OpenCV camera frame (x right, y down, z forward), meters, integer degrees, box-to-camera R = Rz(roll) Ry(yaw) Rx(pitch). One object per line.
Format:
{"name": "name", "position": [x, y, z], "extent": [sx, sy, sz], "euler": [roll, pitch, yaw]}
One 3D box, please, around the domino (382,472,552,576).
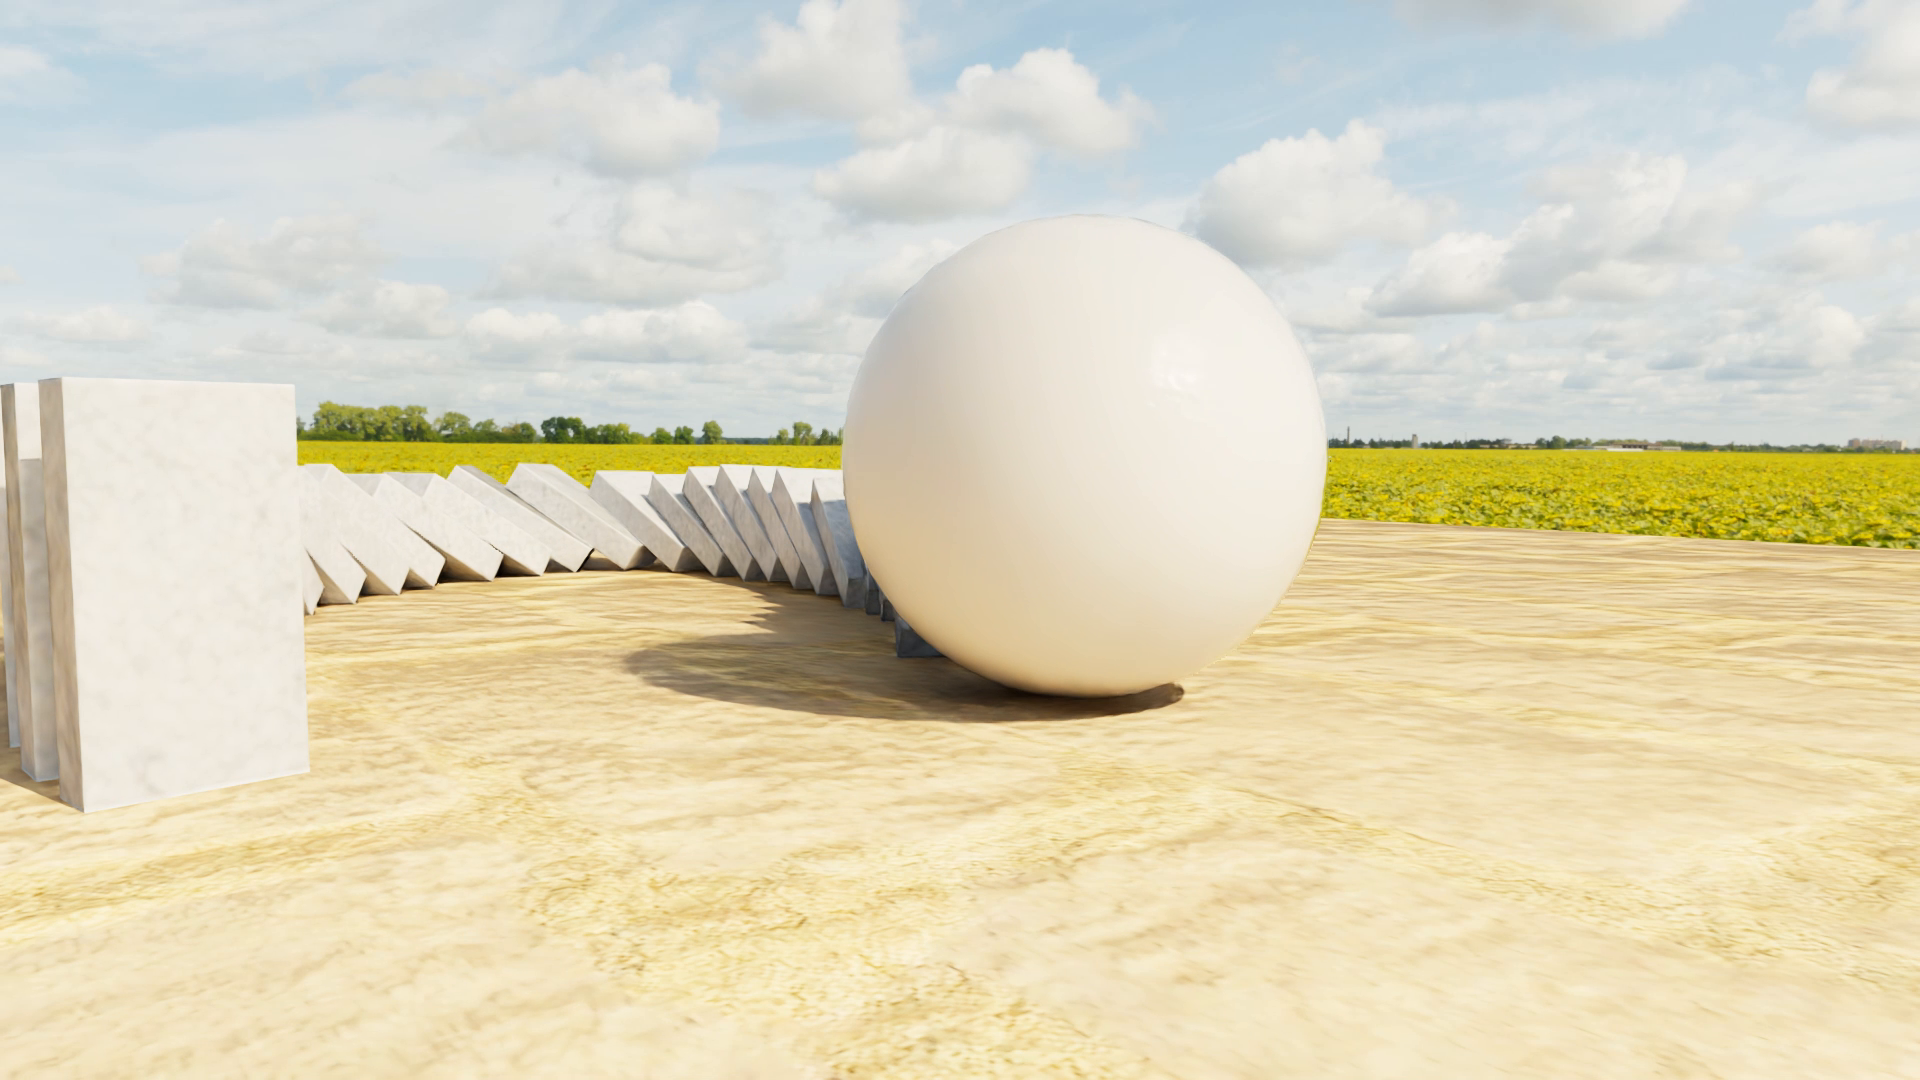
{"name": "domino", "position": [-0.155, -0.004, 0.401], "extent": [0.025, 0.009, 0.050], "euler": [3, -26, 32]}

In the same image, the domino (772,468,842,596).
{"name": "domino", "position": [-0.036, -0.003, 0.373], "extent": [0.025, 0.010, 0.050], "euler": [0, 35, -27]}

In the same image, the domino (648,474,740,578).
{"name": "domino", "position": [-0.082, -0.006, 0.431], "extent": [0.025, 0.009, 0.050], "euler": [-4, 34, -41]}

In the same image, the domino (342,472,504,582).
{"name": "domino", "position": [-0.164, -0.003, 0.383], "extent": [0.025, 0.009, 0.050], "euler": [2, -27, 27]}

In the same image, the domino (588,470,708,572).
{"name": "domino", "position": [-0.103, -0.007, 0.442], "extent": [0.050, 0.010, 0.025], "euler": [37, 22, 29]}

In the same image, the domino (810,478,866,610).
{"name": "domino", "position": [-0.024, 0.000, 0.352], "extent": [0.025, 0.010, 0.050], "euler": [-1, 34, -18]}

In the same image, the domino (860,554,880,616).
{"name": "domino", "position": [-0.013, -0.003, 0.334], "extent": [0.025, 0.010, 0.050], "euler": [-1, 47, -9]}

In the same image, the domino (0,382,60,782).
{"name": "domino", "position": [-0.111, 0.005, 0.172], "extent": [0.009, 0.050, 0.025], "euler": [4, 6, 45]}

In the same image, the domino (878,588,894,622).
{"name": "domino", "position": [-0.009, -0.003, 0.320], "extent": [0.025, 0.050, 0.010], "euler": [-1, -39, -9]}

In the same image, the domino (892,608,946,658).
{"name": "domino", "position": [-0.002, 0.001, 0.268], "extent": [0.025, 0.050, 0.009], "euler": [-1, -39, -9]}

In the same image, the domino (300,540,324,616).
{"name": "domino", "position": [-0.173, -0.002, 0.303], "extent": [0.025, 0.050, 0.010], "euler": [0, 46, -2]}

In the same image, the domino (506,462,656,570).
{"name": "domino", "position": [-0.128, -0.009, 0.441], "extent": [0.050, 0.010, 0.025], "euler": [34, 6, 5]}

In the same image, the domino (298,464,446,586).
{"name": "domino", "position": [-0.172, -0.003, 0.362], "extent": [0.025, 0.009, 0.050], "euler": [0, -31, 19]}

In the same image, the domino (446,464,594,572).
{"name": "domino", "position": [-0.147, -0.007, 0.430], "extent": [0.050, 0.010, 0.025], "euler": [33, -2, -11]}

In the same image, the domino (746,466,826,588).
{"name": "domino", "position": [-0.045, -0.004, 0.389], "extent": [0.025, 0.010, 0.050], "euler": [1, 35, -29]}

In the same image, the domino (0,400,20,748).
{"name": "domino", "position": [-0.126, 0.003, 0.189], "extent": [0.025, 0.050, 0.010], "euler": [-3, 5, -35]}

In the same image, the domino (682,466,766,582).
{"name": "domino", "position": [-0.068, -0.006, 0.417], "extent": [0.025, 0.009, 0.050], "euler": [-3, 37, -38]}

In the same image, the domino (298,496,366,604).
{"name": "domino", "position": [-0.175, -0.001, 0.325], "extent": [0.025, 0.010, 0.050], "euler": [1, -35, 7]}

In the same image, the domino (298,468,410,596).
{"name": "domino", "position": [-0.174, -0.002, 0.345], "extent": [0.025, 0.009, 0.050], "euler": [1, -31, 13]}

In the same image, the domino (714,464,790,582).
{"name": "domino", "position": [-0.057, -0.006, 0.405], "extent": [0.025, 0.009, 0.050], "euler": [0, 36, -35]}

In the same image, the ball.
{"name": "ball", "position": [0.020, -0.014, 0.215], "extent": [0.080, 0.080, 0.080], "euler": [0, 4, 0]}

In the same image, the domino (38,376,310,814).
{"name": "domino", "position": [-0.096, 0.006, 0.159], "extent": [0.009, 0.050, 0.025], "euler": [4, 6, 41]}
